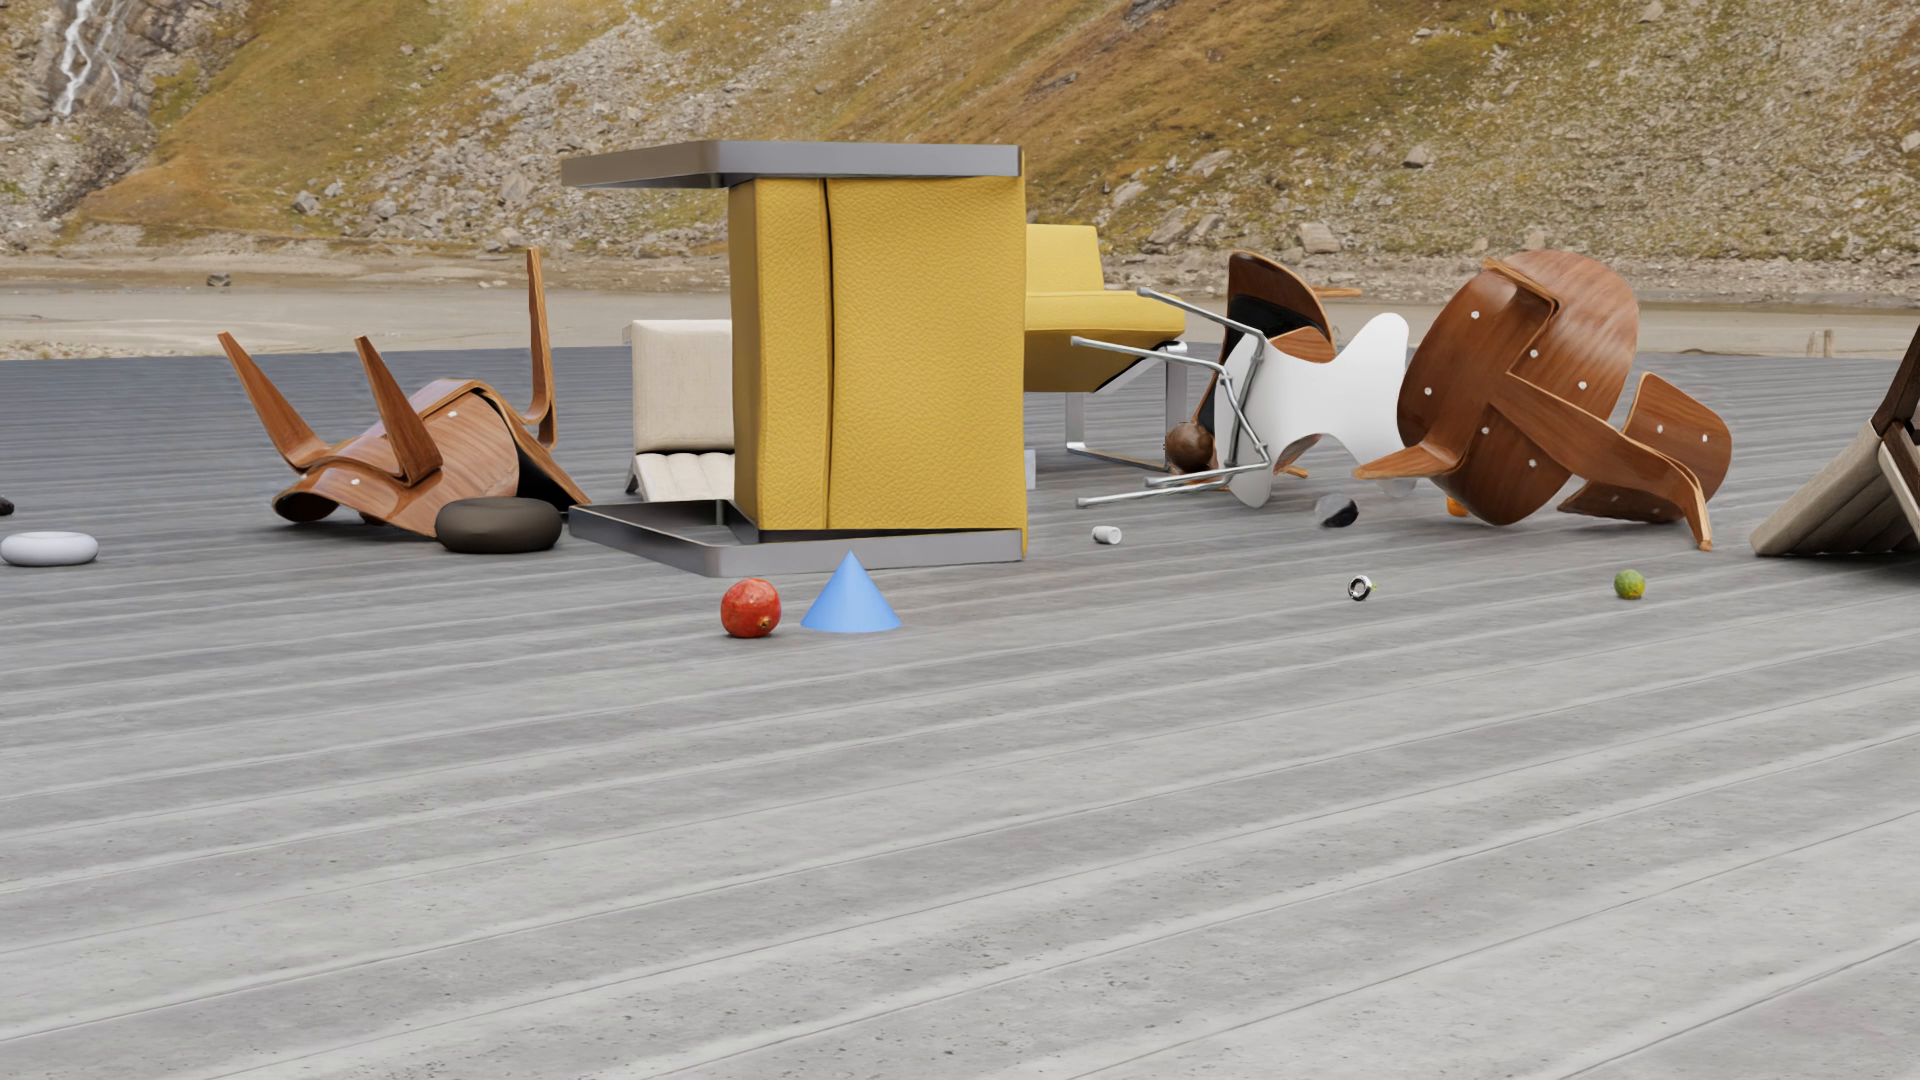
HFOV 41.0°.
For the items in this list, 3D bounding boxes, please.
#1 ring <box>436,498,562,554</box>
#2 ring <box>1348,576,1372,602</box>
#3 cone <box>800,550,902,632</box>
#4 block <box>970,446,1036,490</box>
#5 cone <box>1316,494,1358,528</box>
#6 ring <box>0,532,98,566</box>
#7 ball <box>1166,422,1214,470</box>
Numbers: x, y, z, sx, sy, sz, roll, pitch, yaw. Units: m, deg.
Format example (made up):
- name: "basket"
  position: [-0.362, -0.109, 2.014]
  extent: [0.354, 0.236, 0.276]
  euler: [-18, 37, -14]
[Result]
- name: "ring"
  position: [-1.117, -0.036, 6.217]
  extent: [0.301, 0.114, 0.347]
  euler: [2, 7, 6]
- name: "ring"
  position: [0.812, 0.098, 5.207]
  extent: [0.049, 0.055, 0.039]
  euler: [19, -2, 20]
- name: "cone"
  position: [-0.208, 0.089, 4.869]
  extent: [0.193, 0.140, 0.257]
  euler: [-1, 6, -5]
- name: "block"
  position: [0.131, -0.226, 8.018]
  extent: [0.195, 0.121, 0.170]
  euler: [0, 6, -3]
- name: "cone"
  position: [0.981, -0.061, 6.795]
  extent: [0.120, 0.094, 0.093]
  euler: [-1, -21, -16]
- name: "ring"
  position: [-2.094, 0.020, 5.898]
  extent: [0.217, 0.066, 0.217]
  euler: [5, 7, 30]
- name: "ball"
  position: [0.713, -0.289, 7.956]
  extent: [0.149, 0.149, 0.149]
  euler: [0, 6, 0]
